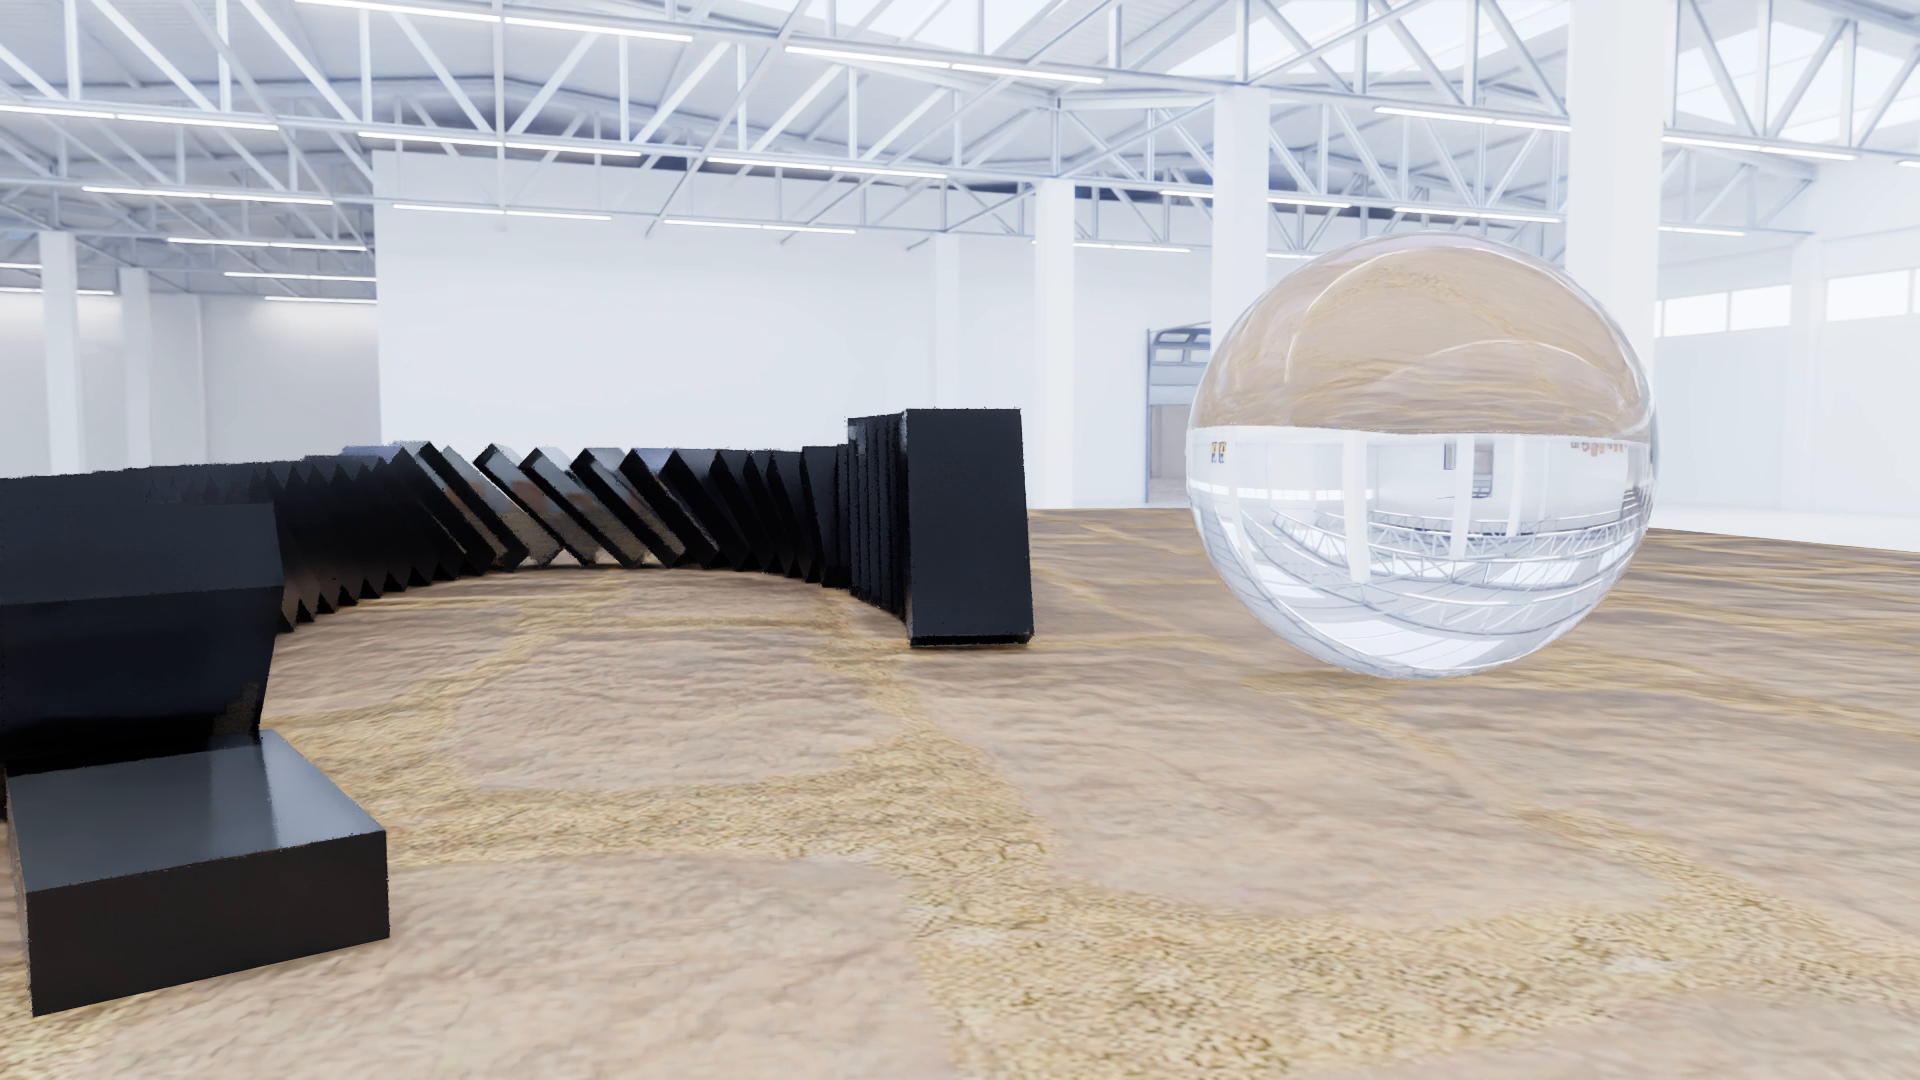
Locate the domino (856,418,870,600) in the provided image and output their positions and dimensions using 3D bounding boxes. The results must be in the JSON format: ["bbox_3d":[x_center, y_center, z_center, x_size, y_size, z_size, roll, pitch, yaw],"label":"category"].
[{"bbox_3d":[-0.015,-0.009,0.354,0.025,0.050,0.010,-1,-18,-7],"label":"domino"}]

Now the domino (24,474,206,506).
[{"bbox_3d":[-0.150,0.006,0.238,0.025,0.009,0.050,-1,-32,-15],"label":"domino"}]

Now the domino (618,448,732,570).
[{"bbox_3d":[-0.094,-0.012,0.448,0.050,0.010,0.025,47,21,16],"label":"domino"}]

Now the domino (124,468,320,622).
[{"bbox_3d":[-0.164,0.002,0.286,0.025,0.009,0.050,-1,-32,-10],"label":"domino"}]

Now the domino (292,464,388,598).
[{"bbox_3d":[-0.172,-0.001,0.335,0.025,0.009,0.050,0,-33,0],"label":"domino"}]

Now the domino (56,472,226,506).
[{"bbox_3d":[-0.156,0.005,0.254,0.025,0.009,0.050,-1,-32,-12],"label":"domino"}]

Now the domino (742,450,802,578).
[{"bbox_3d":[-0.052,-0.009,0.423,0.025,0.010,0.050,-2,45,-31],"label":"domino"}]

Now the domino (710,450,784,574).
[{"bbox_3d":[-0.063,-0.010,0.435,0.025,0.009,0.050,-2,46,-40],"label":"domino"}]

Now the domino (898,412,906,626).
[{"bbox_3d":[-0.001,-0.005,0.304,0.025,0.050,0.009,0,-17,-7],"label":"domino"}]

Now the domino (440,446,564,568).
[{"bbox_3d":[-0.159,-0.011,0.438,0.050,0.010,0.025,45,-13,-18],"label":"domino"}]

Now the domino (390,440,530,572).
[{"bbox_3d":[-0.166,-0.011,0.420,0.025,0.050,0.009,4,48,42],"label":"domino"}]

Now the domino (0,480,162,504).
[{"bbox_3d":[-0.139,0.008,0.208,0.025,0.010,0.050,-1,-32,-17],"label":"domino"}]

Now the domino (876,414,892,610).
[{"bbox_3d":[-0.009,-0.008,0.334,0.025,0.050,0.009,-1,-17,-7],"label":"domino"}]

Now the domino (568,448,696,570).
[{"bbox_3d":[-0.111,-0.012,0.450,0.050,0.010,0.025,44,11,6],"label":"domino"}]

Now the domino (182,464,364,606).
[{"bbox_3d":[-0.170,0.000,0.318,0.025,0.010,0.050,0,-33,-4],"label":"domino"}]

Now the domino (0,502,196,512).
[{"bbox_3d":[-0.103,0.013,0.149,0.025,0.009,0.050,-3,-30,-31],"label":"domino"}]

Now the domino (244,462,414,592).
[{"bbox_3d":[-0.173,-0.003,0.351,0.025,0.009,0.050,0,-33,2],"label":"domino"}]

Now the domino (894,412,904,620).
[{"bbox_3d":[-0.003,-0.006,0.315,0.025,0.050,0.010,-1,-17,-7],"label":"domino"}]

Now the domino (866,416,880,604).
[{"bbox_3d":[-0.012,-0.008,0.344,0.025,0.050,0.009,-1,-17,-7],"label":"domino"}]

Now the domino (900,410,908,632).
[{"bbox_3d":[0.000,-0.005,0.294,0.025,0.050,0.010,-1,-17,-7],"label":"domino"}]

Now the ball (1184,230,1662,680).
[{"bbox_3d":[0.081,-0.015,0.231,0.080,0.080,0.080,0,4,0],"label":"ball"}]

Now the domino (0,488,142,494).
[{"bbox_3d":[-0.123,0.011,0.177,0.025,0.010,0.050,-2,-30,-23],"label":"domino"}]

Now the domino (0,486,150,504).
[{"bbox_3d":[-0.132,0.010,0.192,0.025,0.010,0.050,-2,-31,-20],"label":"domino"}]

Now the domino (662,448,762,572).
[{"bbox_3d":[-0.079,-0.011,0.443,0.025,0.009,0.050,-5,49,-53],"label":"domino"}]

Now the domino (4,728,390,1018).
[{"bbox_3d":[-0.074,0.029,0.122,0.025,0.009,0.050,-3,5,-38],"label":"domino"}]

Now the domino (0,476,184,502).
[{"bbox_3d":[-0.145,0.007,0.223,0.025,0.010,0.050,-1,-32,-16],"label":"domino"}]

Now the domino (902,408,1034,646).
[{"bbox_3d":[0.001,-0.003,0.274,0.025,0.050,0.010,-1,-17,-7],"label":"domino"}]

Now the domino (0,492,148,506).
[{"bbox_3d":[-0.114,0.012,0.163,0.025,0.010,0.050,-3,-30,-25],"label":"domino"}]

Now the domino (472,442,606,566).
[{"bbox_3d":[-0.144,-0.012,0.445,0.050,0.009,0.025,44,-4,-5],"label":"domino"}]

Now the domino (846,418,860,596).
[{"bbox_3d":[-0.019,-0.010,0.365,0.025,0.050,0.009,-1,-18,-8],"label":"domino"}]

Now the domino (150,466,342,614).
[{"bbox_3d":[-0.168,0.001,0.302,0.025,0.009,0.050,0,-33,-5],"label":"domino"}]

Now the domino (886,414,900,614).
[{"bbox_3d":[-0.005,-0.007,0.324,0.025,0.050,0.009,-1,-17,-7],"label":"domino"}]

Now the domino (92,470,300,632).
[{"bbox_3d":[-0.160,0.004,0.270,0.025,0.009,0.050,-1,-32,-12],"label":"domino"}]

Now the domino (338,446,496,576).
[{"bbox_3d":[-0.171,-0.009,0.403,0.025,0.010,0.050,2,-40,26],"label":"domino"}]

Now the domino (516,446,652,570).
[{"bbox_3d":[-0.128,-0.012,0.445,0.050,0.009,0.025,44,2,-4],"label":"domino"}]

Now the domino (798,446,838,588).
[{"bbox_3d":[-0.033,-0.008,0.396,0.025,0.009,0.050,-1,49,-18],"label":"domino"}]

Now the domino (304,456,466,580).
[{"bbox_3d":[-0.173,-0.006,0.385,0.025,0.009,0.050,1,-35,14],"label":"domino"}]

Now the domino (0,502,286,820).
[{"bbox_3d":[-0.089,0.014,0.137,0.025,0.010,0.050,-4,-29,-35],"label":"domino"}]

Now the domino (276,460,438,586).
[{"bbox_3d":[-0.173,-0.004,0.367,0.025,0.009,0.050,0,-33,5],"label":"domino"}]

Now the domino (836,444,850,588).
[{"bbox_3d":[-0.024,-0.008,0.384,0.025,0.009,0.050,2,48,-9],"label":"domino"}]

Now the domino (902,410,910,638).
[{"bbox_3d":[0.001,-0.004,0.284,0.025,0.050,0.010,-1,-17,-7],"label":"domino"}]

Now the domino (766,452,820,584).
[{"bbox_3d":[-0.043,-0.008,0.410,0.025,0.010,0.050,-2,46,-26],"label":"domino"}]
